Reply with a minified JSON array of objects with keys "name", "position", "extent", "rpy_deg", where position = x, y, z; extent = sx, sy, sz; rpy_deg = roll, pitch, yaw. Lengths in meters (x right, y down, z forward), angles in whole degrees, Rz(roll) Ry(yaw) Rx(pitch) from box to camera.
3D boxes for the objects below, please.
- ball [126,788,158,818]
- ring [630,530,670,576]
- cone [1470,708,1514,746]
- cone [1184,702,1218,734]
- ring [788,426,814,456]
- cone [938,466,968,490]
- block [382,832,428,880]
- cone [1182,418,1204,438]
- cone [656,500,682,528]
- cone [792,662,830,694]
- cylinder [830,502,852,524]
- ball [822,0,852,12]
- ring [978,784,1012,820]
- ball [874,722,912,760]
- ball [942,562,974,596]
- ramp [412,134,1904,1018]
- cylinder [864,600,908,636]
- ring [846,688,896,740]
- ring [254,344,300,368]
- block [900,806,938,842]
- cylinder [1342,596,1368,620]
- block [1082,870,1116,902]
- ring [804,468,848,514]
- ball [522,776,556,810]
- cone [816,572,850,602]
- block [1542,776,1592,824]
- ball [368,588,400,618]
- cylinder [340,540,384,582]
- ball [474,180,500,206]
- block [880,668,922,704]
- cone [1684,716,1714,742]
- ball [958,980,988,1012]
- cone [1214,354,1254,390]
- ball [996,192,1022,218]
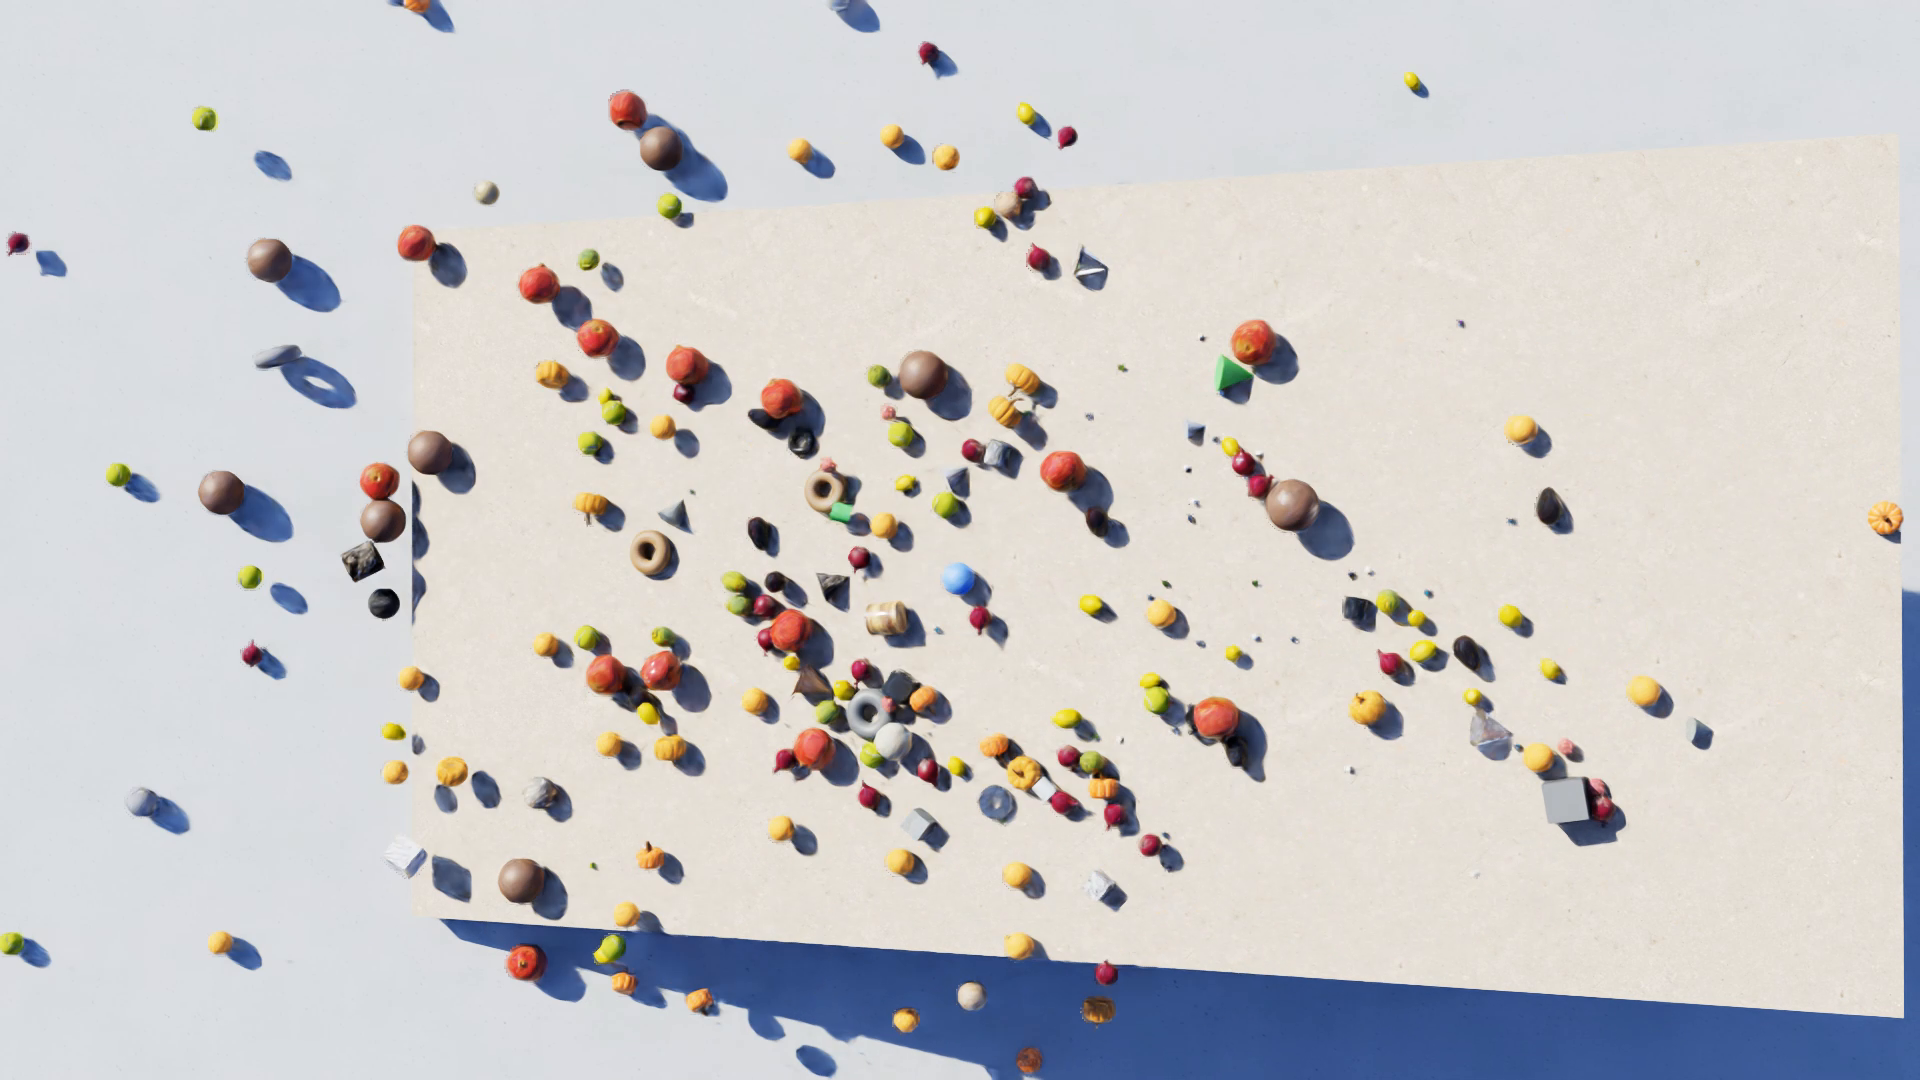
[{"name":"ball","position":[-2.405,0.771,6.464],"extent":[0.087,0.087,0.087],"rpy_deg":[0,89,0]},{"name":"ring","position":[-0.861,0.034,6.113],"extent":[0.127,0.042,0.127],"rpy_deg":[-1,88,22]},{"name":"cone","position":[1.284,0.458,5.271],"extent":[0.095,0.095,0.095],"rpy_deg":[11,89,-6]},{"name":"cone","position":[0.618,0.451,5.534],"extent":[0.080,0.080,0.080],"rpy_deg":[8,89,-15]},{"name":"ring","position":[-0.430,-0.267,5.957],"extent":[0.080,0.027,0.080],"rpy_deg":[-1,88,20]},{"name":"cone","position":[-0.009,-0.179,5.788],"extent":[0.075,0.075,0.075],"rpy_deg":[-28,89,-8]},{"name":"block","position":[-1.582,0.902,6.277],"extent":[0.081,0.081,0.081],"rpy_deg":[31,68,16]},{"name":"cone","position":[0.596,-0.286,5.558],"extent":[0.054,0.054,0.054],"rpy_deg":[-7,89,-6]},{"name":"cone","position":[-0.788,-0.084,6.091],"extent":[0.074,0.074,0.074],"rpy_deg":[35,74,0]},{"name":"cone","position":[-0.388,0.390,5.916],"extent":[0.095,0.095,0.095],"rpy_deg":[25,89,-1]},{"name":"cylinder","position":[-0.318,-0.073,5.873],"extent":[0.051,0.051,0.051],"rpy_deg":[14,89,-4]},{"name":"ball","position":[-0.364,-1.605,6.494],"extent":[0.087,0.087,0.087],"rpy_deg":[0,89,0]},{"name":"ring","position":[0.092,0.685,5.739],"extent":[0.092,0.031,0.092],"rpy_deg":[0,90,20]},{"name":"ball","position":[-0.175,0.531,5.796],"extent":[0.100,0.100,0.100],"rpy_deg":[0,89,0]},{"name":"ball","position":[-0.004,0.101,5.754],"extent":[0.085,0.085,0.085],"rpy_deg":[0,89,0]},{"name":"ramp","position":[0.282,0.088,5.743],"extent":[4.000,0.100,2.000],"rpy_deg":[0,89,21]},{"name":"cylinder","position":[-0.195,0.208,5.827],"extent":[0.087,0.087,0.087],"rpy_deg":[-6,89,21]},{"name":"ring","position":[-0.237,0.464,5.862],"extent":[0.141,0.047,0.141],"rpy_deg":[0,89,21]},{"name":"ring","position":[-2.001,-0.538,6.447],"extent":[0.139,0.139,0.046],"rpy_deg":[-17,95,0]},{"name":"block","position":[-0.108,0.749,5.801],"extent":[0.060,0.060,0.060],"rpy_deg":[40,103,17]},{"name":"cylinder","position":[0.969,0.166,5.391],"extent":[0.053,0.053,0.053],"rpy_deg":[7,92,0]},{"name":"block","position":[0.355,0.883,5.621],"extent":[0.055,0.055,0.055],"rpy_deg":[39,103,17]},{"name":"ring","position":[-0.360,-0.133,5.920],"extent":[0.125,0.042,0.125],"rpy_deg":[-1,88,21]},{"name":"ball","position":[-1.187,0.714,6.204],"extent":[0.092,0.092,0.092],"rpy_deg":[0,89,0]},{"name":"cone","position":[-0.333,0.112,5.908],"extent":[0.086,0.086,0.086],"rpy_deg":[-19,89,-7]},{"name":"block","position":[1.431,0.612,5.184],"extent":[0.094,0.094,0.094],"rpy_deg":[-11,85,21]},{"name":"ball","position":[-1.678,0.184,6.406],"extent":[0.090,0.090,0.090],"rpy_deg":[0,89,0]},{"name":"cylinder","position":[-1.724,0.062,6.349],"extent":[0.092,0.092,0.092],"rpy_deg":[-27,89,-7]},{"name":"ball","position":[-1.365,-1.002,6.349],"extent":[0.072,0.072,0.072],"rpy_deg":[0,89,0]},{"name":"block","position":[-0.155,0.388,5.820],"extent":[0.066,0.066,0.066],"rpy_deg":[35,101,18]},{"name":"cone","position":[1.725,0.441,5.108],"extent":[0.059,0.059,0.059],"rpy_deg":[6,89,-5]},{"name":"ball","position":[0.035,1.237,5.966],"extent":[0.083,0.083,0.083],"rpy_deg":[0,89,0]},{"name":"cone","position":[0.694,-0.416,5.512],"extent":[0.093,0.093,0.093],"rpy_deg":[6,89,-5]},{"name":"ball","position":[0.128,-0.872,5.724],"extent":[0.069,0.069,0.069],"rpy_deg":[0,89,0]}]
